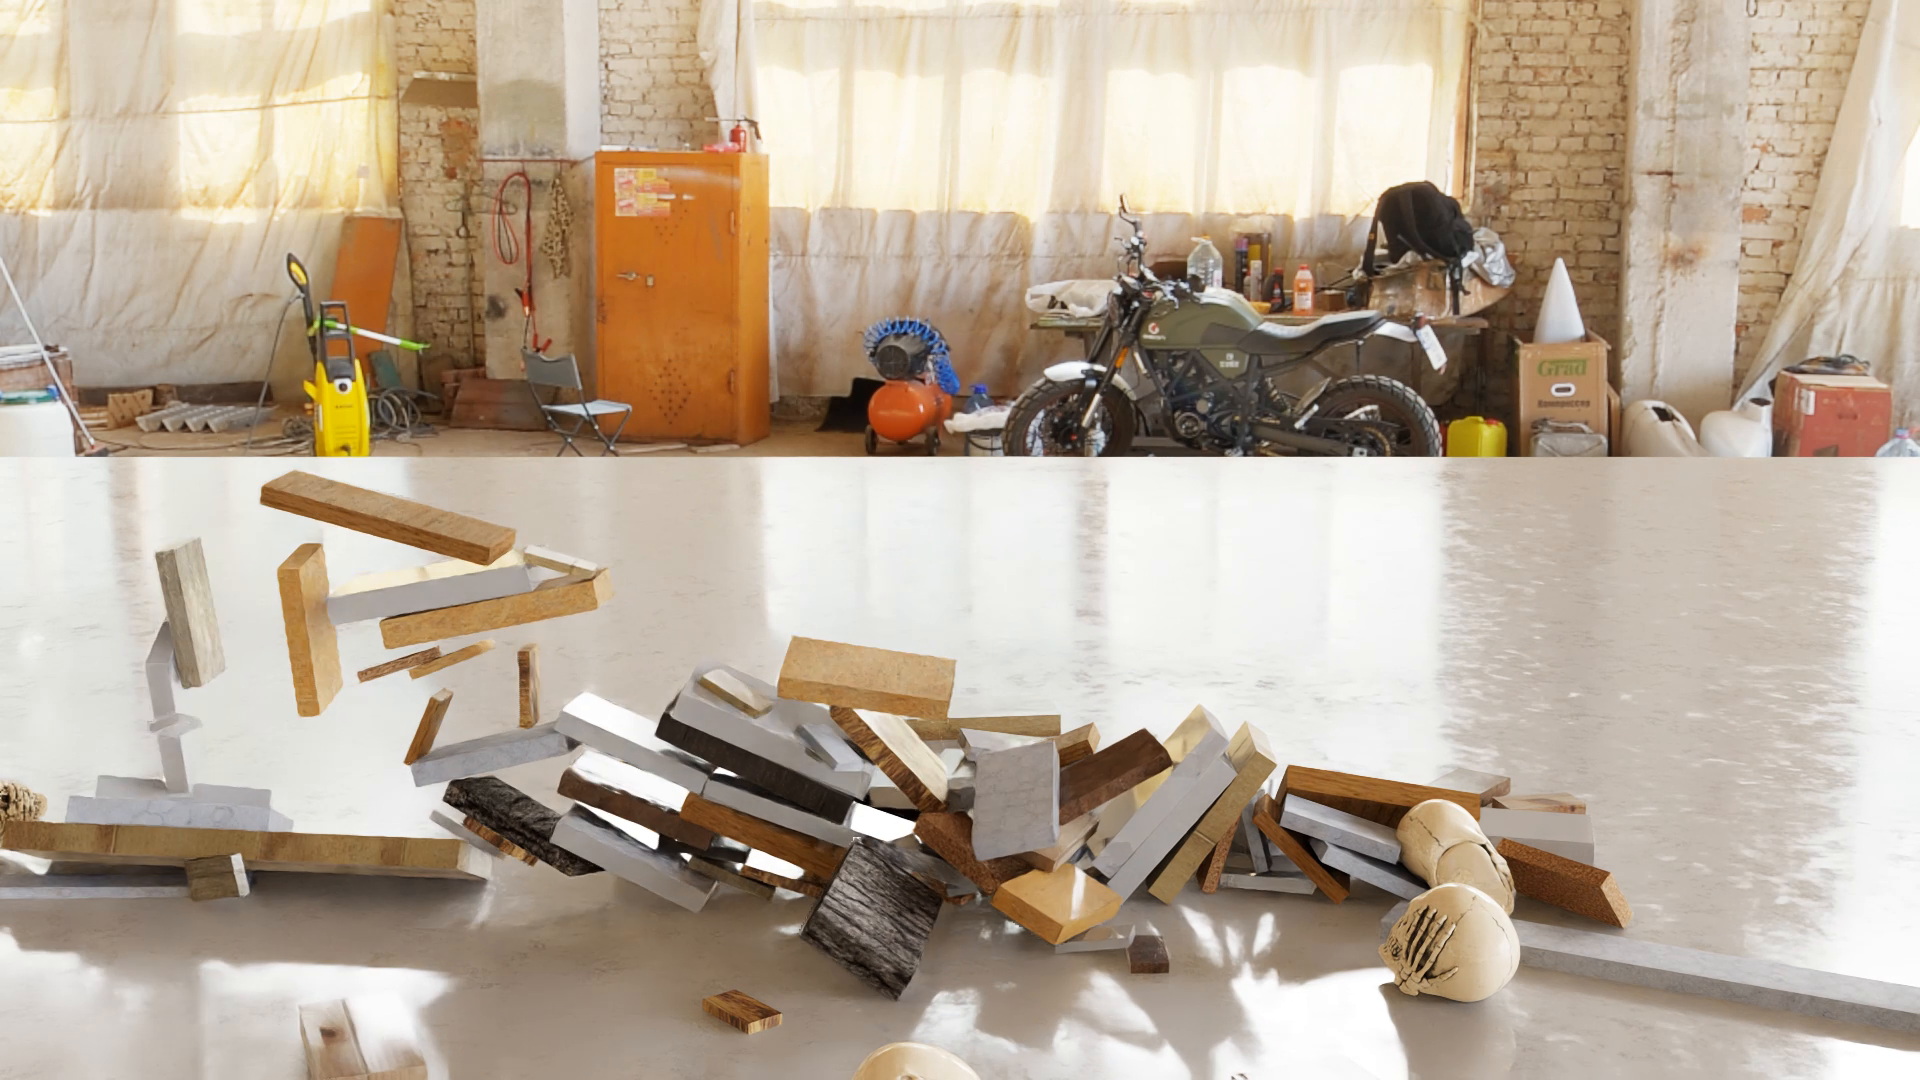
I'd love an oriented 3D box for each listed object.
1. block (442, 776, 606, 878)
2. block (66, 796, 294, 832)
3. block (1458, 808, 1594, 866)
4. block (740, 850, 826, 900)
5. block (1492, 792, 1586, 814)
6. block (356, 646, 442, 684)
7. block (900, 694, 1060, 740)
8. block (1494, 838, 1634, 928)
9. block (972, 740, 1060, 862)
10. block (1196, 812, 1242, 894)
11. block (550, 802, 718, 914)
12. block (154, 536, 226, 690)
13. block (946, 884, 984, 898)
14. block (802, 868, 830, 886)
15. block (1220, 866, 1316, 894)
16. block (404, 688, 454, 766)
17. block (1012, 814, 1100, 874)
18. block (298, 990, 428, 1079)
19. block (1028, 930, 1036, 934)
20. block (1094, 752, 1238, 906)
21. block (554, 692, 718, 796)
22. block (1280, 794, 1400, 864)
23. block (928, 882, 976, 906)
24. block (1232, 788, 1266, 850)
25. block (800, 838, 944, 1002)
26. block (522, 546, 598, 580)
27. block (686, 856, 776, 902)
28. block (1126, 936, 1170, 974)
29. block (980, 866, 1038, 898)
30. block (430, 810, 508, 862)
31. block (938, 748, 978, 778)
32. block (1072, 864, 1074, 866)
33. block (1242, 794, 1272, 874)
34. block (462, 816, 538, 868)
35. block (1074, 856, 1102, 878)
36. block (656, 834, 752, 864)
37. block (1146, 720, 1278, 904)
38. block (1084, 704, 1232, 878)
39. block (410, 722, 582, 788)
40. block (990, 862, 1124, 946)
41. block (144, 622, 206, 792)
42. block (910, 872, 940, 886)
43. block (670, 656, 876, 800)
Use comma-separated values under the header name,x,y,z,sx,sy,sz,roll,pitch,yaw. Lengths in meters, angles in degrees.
name,x,y,z,sx,sy,sz,roll,pitch,yaw
block,-0.719,0.477,3.683,0.270,0.038,0.135,27,6,18
block,-1.336,0.485,3.778,0.336,0.048,0.168,4,-15,-2
block,0.952,0.523,3.903,0.328,0.046,0.164,3,11,13
block,-0.287,0.557,3.663,0.149,0.021,0.075,17,12,-2
block,1.081,0.497,4.109,0.152,0.022,0.076,-2,11,-12
block,-0.936,0.208,3.671,0.130,0.018,0.065,-18,3,-4
block,0.036,0.378,4.682,0.334,0.047,0.167,-1,11,-7
block,0.978,0.556,3.569,0.030,0.107,0.214,-47,33,-20
block,0.092,0.419,3.563,0.131,0.037,0.263,-13,24,9
block,0.434,0.509,3.689,0.022,0.153,0.076,16,10,-4
block,-0.531,0.520,3.635,0.270,0.038,0.135,26,12,1
block,-1.276,0.120,3.653,0.033,0.231,0.116,-7,10,3
block,0.028,0.567,3.629,0.094,0.013,0.047,-11,10,7
block,-0.213,0.560,3.660,0.103,0.015,0.051,23,12,-15
block,0.517,0.570,3.684,0.153,0.022,0.076,3,1,15
block,-0.894,0.316,3.700,0.018,0.128,0.064,25,12,3
block,0.149,0.479,3.569,0.090,0.025,0.179,23,25,20
block,-0.819,0.693,3.006,0.137,0.039,0.275,-4,11,-22
block,0.172,0.609,3.519,0.062,0.017,0.123,9,14,39
block,0.334,0.465,3.645,0.042,0.299,0.149,40,6,-9
block,-0.530,0.337,3.657,0.265,0.037,0.132,24,11,3
block,0.629,0.477,3.636,0.197,0.028,0.099,18,13,8
block,-0.025,0.586,3.656,0.095,0.013,0.047,7,13,34
block,0.459,0.465,3.875,0.030,0.104,0.209,-7,13,-31
block,-0.130,0.577,3.372,0.170,0.048,0.339,34,13,0
block,-0.653,0.037,3.596,0.114,0.016,0.057,16,10,-4
block,-0.376,0.551,3.661,0.149,0.021,0.075,23,12,-2
block,0.287,0.636,3.377,0.059,0.017,0.117,0,11,0
block,0.082,0.565,3.650,0.094,0.013,0.047,-20,11,20
block,-0.817,0.491,3.657,0.128,0.018,0.064,25,-11,24
block,0.001,0.455,4.314,0.105,0.030,0.211,2,11,12
block,0.132,0.562,3.644,0.123,0.017,0.062,-23,11,2
block,0.496,0.481,3.715,0.022,0.153,0.077,-14,-3,13
block,-0.760,0.498,3.635,0.128,0.018,0.064,23,-12,35
block,0.176,0.560,3.662,0.123,0.017,0.062,-22,11,2
block,-0.423,0.504,3.659,0.149,0.021,0.075,9,13,2
block,0.411,0.451,3.653,0.042,0.299,0.149,34,12,-8
block,0.323,0.413,3.635,0.042,0.299,0.149,40,7,-9
block,-0.771,0.354,3.701,0.270,0.038,0.135,-13,6,7
block,0.154,0.565,3.447,0.121,0.034,0.241,30,14,22
block,-1.315,0.280,3.690,0.037,0.259,0.130,0,30,-5
block,-0.089,0.571,3.676,0.103,0.015,0.051,-11,5,-15
block,-0.295,0.308,3.632,0.338,0.048,0.169,24,19,-2
